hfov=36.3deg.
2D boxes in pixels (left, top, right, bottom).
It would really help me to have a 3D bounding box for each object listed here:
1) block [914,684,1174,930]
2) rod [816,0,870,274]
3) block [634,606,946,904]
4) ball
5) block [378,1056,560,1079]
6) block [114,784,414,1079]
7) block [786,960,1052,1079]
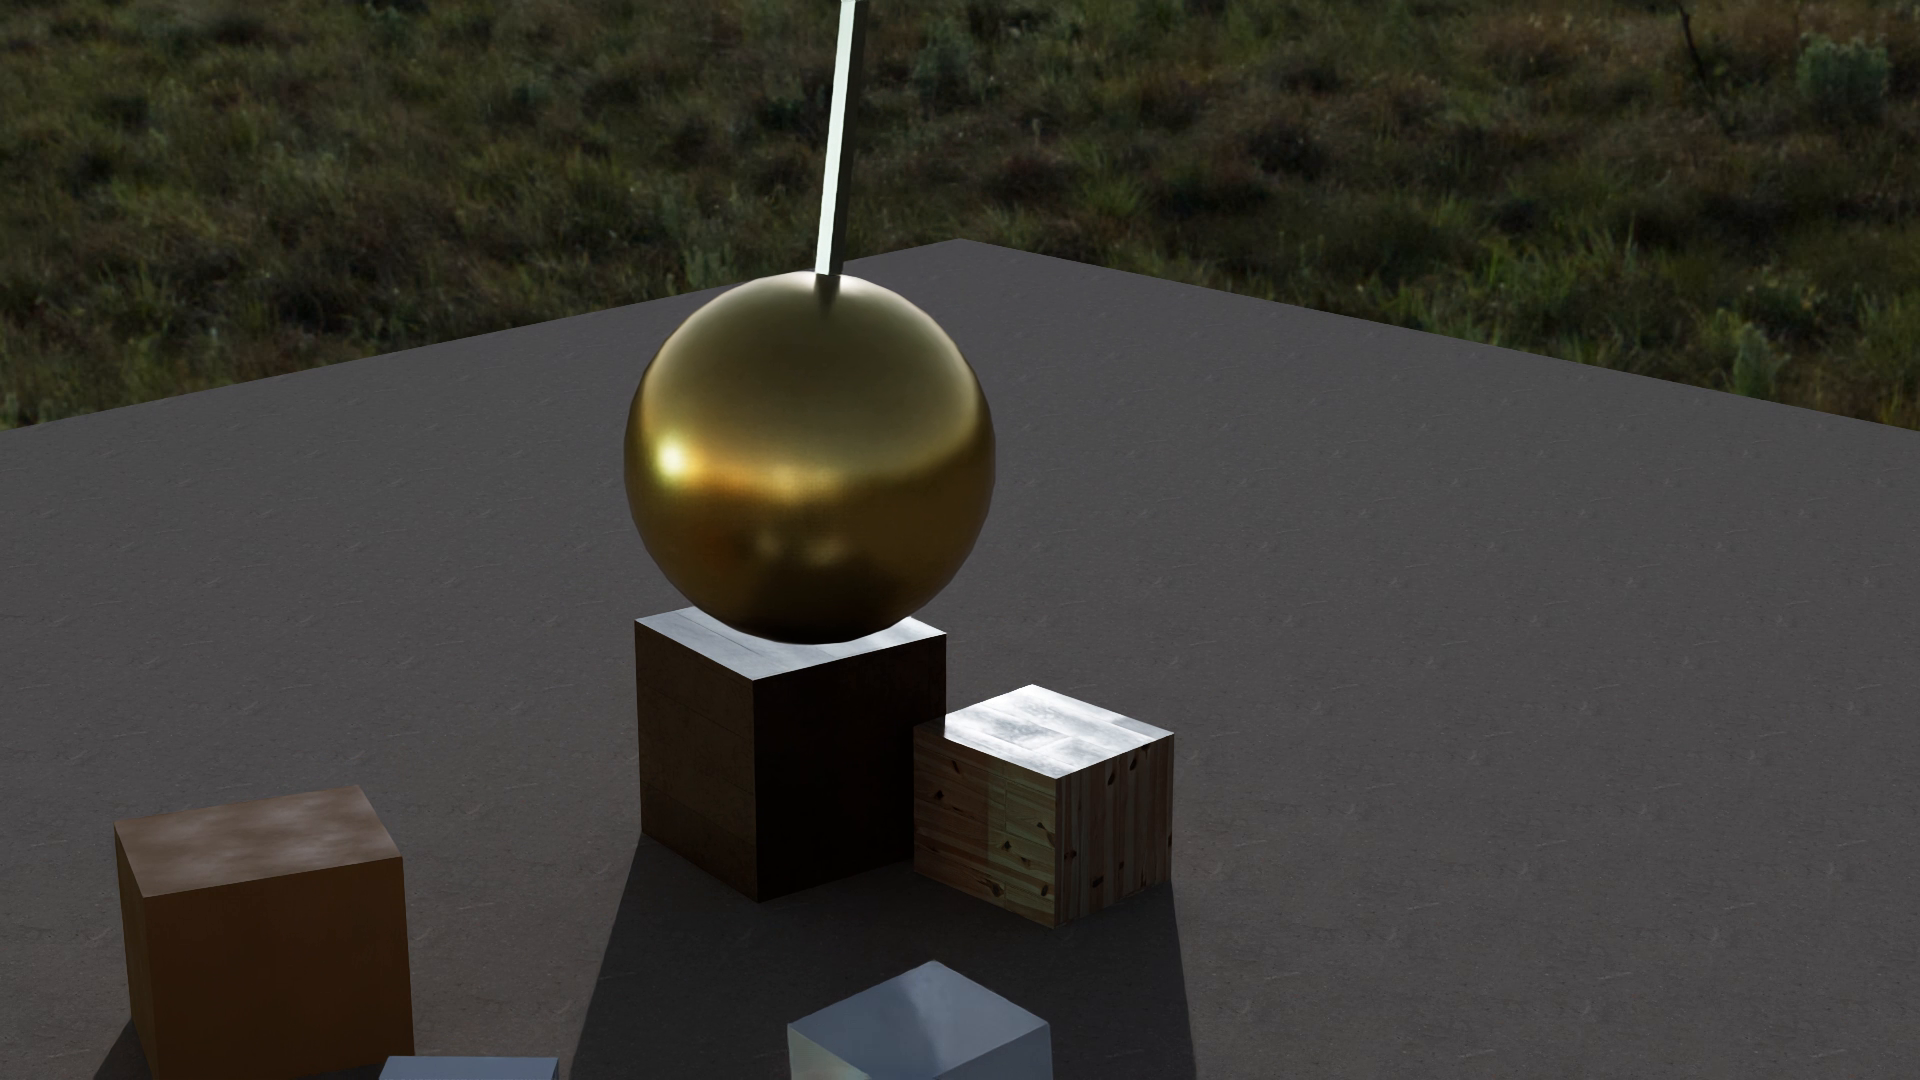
[{"bbox_3d":[0.377,1.197,13.346,0.776,0.714,0.888,-17,24,-42],"label":"block"},{"bbox_3d":[-0.278,-3.663,11.899,0.080,5.200,0.080,17,15,42],"label":"rod"},{"bbox_3d":[-0.788,0.907,13.682,1.051,1.066,1.017,-13,21,-35],"label":"block"},{"bbox_3d":[-0.641,-0.348,12.560,1.600,1.600,1.600,0,17,0],"label":"ball"},{"bbox_3d":[-1.756,2.226,10.314,0.611,0.568,0.649,0,17,1],"label":"block"},{"bbox_3d":[-2.801,1.603,11.794,0.994,0.870,0.805,-7,19,-22],"label":"block"},{"bbox_3d":[-0.133,2.047,10.647,0.682,0.658,0.665,-19,25,-35],"label":"block"}]
